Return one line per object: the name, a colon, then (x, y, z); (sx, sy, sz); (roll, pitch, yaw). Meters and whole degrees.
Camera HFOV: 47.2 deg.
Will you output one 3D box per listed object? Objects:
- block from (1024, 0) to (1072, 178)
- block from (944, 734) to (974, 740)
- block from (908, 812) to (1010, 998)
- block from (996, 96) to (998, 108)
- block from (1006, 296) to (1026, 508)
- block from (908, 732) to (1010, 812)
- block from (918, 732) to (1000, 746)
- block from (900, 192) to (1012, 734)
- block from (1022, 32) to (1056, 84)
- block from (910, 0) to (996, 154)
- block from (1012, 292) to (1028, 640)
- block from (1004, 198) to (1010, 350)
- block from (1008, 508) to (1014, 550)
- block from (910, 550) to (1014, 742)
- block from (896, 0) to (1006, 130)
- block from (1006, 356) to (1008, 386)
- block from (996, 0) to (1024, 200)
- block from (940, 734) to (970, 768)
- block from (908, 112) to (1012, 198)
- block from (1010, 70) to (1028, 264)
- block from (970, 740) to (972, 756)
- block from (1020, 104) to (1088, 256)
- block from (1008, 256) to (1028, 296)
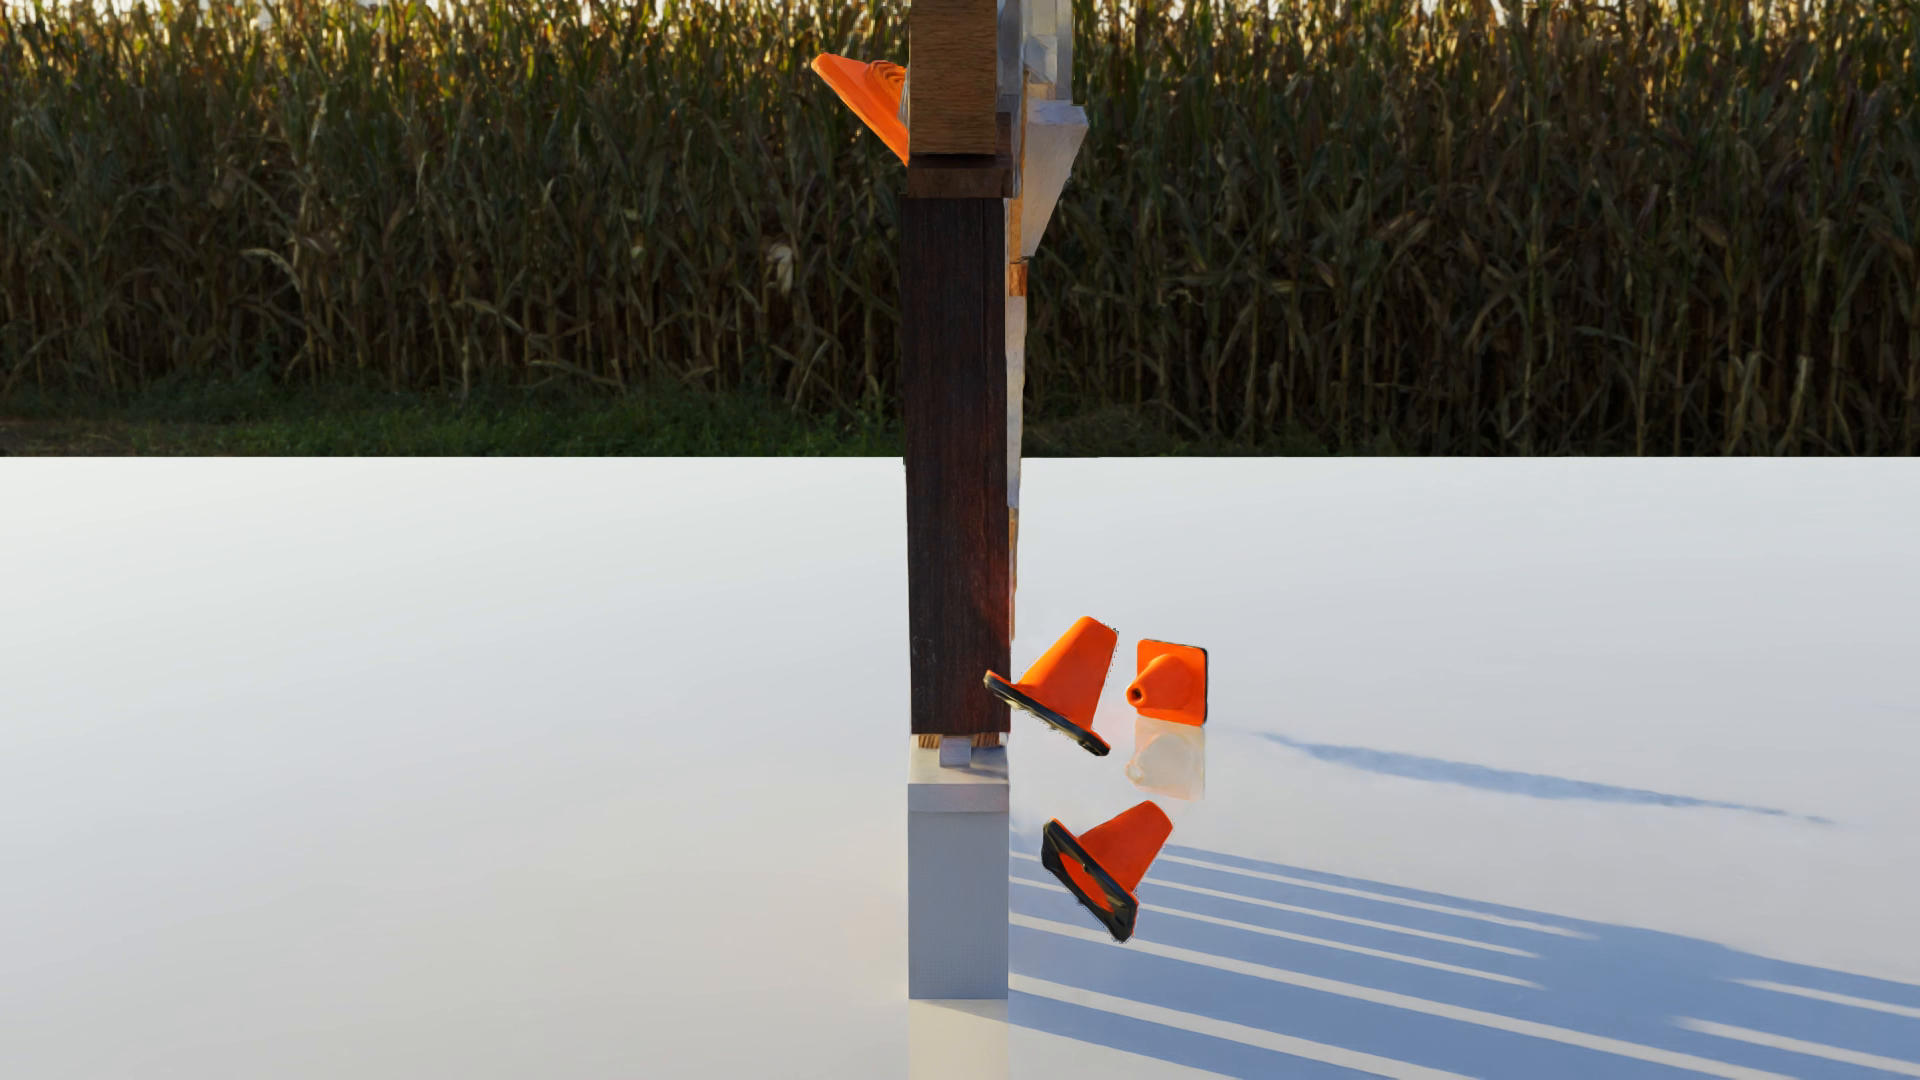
block: (0.135, -0.811, 3.648); (0.101, 0.415, 0.029); (1, 13, 6)
block: (-0.001, 0.256, 3.270); (0.046, 0.013, 0.092); (0, 46, 1)
block: (-0.002, 0.524, 3.219); (0.146, 0.292, 0.041); (0, 10, 0)
block: (0.002, -0.634, 3.250); (0.066, 0.019, 0.132); (10, 28, 18)
block: (0.014, -0.230, 3.597); (0.175, 0.349, 0.049); (2, 11, 1)
block: (-0.002, 0.342, 3.288); (0.146, 0.041, 0.293); (0, 11, 0)
block: (-0.002, 0.190, 3.322); (0.122, 0.245, 0.035); (0, 10, 1)
block: (-0.005, -0.105, 3.151); (0.145, 0.779, 0.041); (-1, 11, -1)
block: (0.054, -0.763, 3.486); (0.154, 0.044, 0.309); (4, 6, 11)
block: (-0.009, -0.656, 3.047); (0.119, 0.238, 0.034); (1, 7, 1)
block: (0.020, -0.137, 3.852); (0.175, 0.625, 0.049); (2, 11, 1)
block: (0.001, -0.431, 3.278); (0.145, 0.290, 0.041); (0, 7, 2)
block: (0.007, -0.037, 3.640); (0.161, 0.046, 0.322); (1, 10, 1)
block: (0.002, 0.164, 3.568); (0.161, 0.322, 0.046); (1, 10, 0)
block: (-0.010, -0.712, 3.186); (0.119, 0.238, 0.034); (4, -14, 26)
block: (0.000, -0.265, 3.290); (0.138, 0.039, 0.275); (0, 10, 0)
block: (0.026, -0.764, 3.293); (0.133, 0.514, 0.038); (5, 29, 9)
block: (-0.007, 0.297, 3.248); (0.046, 0.013, 0.092); (0, 43, 0)
block: (0.001, -0.555, 3.157); (0.145, 0.041, 0.290); (0, 26, 1)
block: (0.024, -0.591, 3.479); (0.154, 0.309, 0.044); (2, 32, 1)
block: (-0.006, 0.277, 3.290); (0.046, 0.092, 0.013); (0, -23, 1)
block: (0.089, -0.589, 3.624); (0.154, 0.309, 0.044); (-2, 55, -20)
block: (0.026, -0.447, 3.674); (0.175, 0.049, 0.349); (2, 10, 2)
